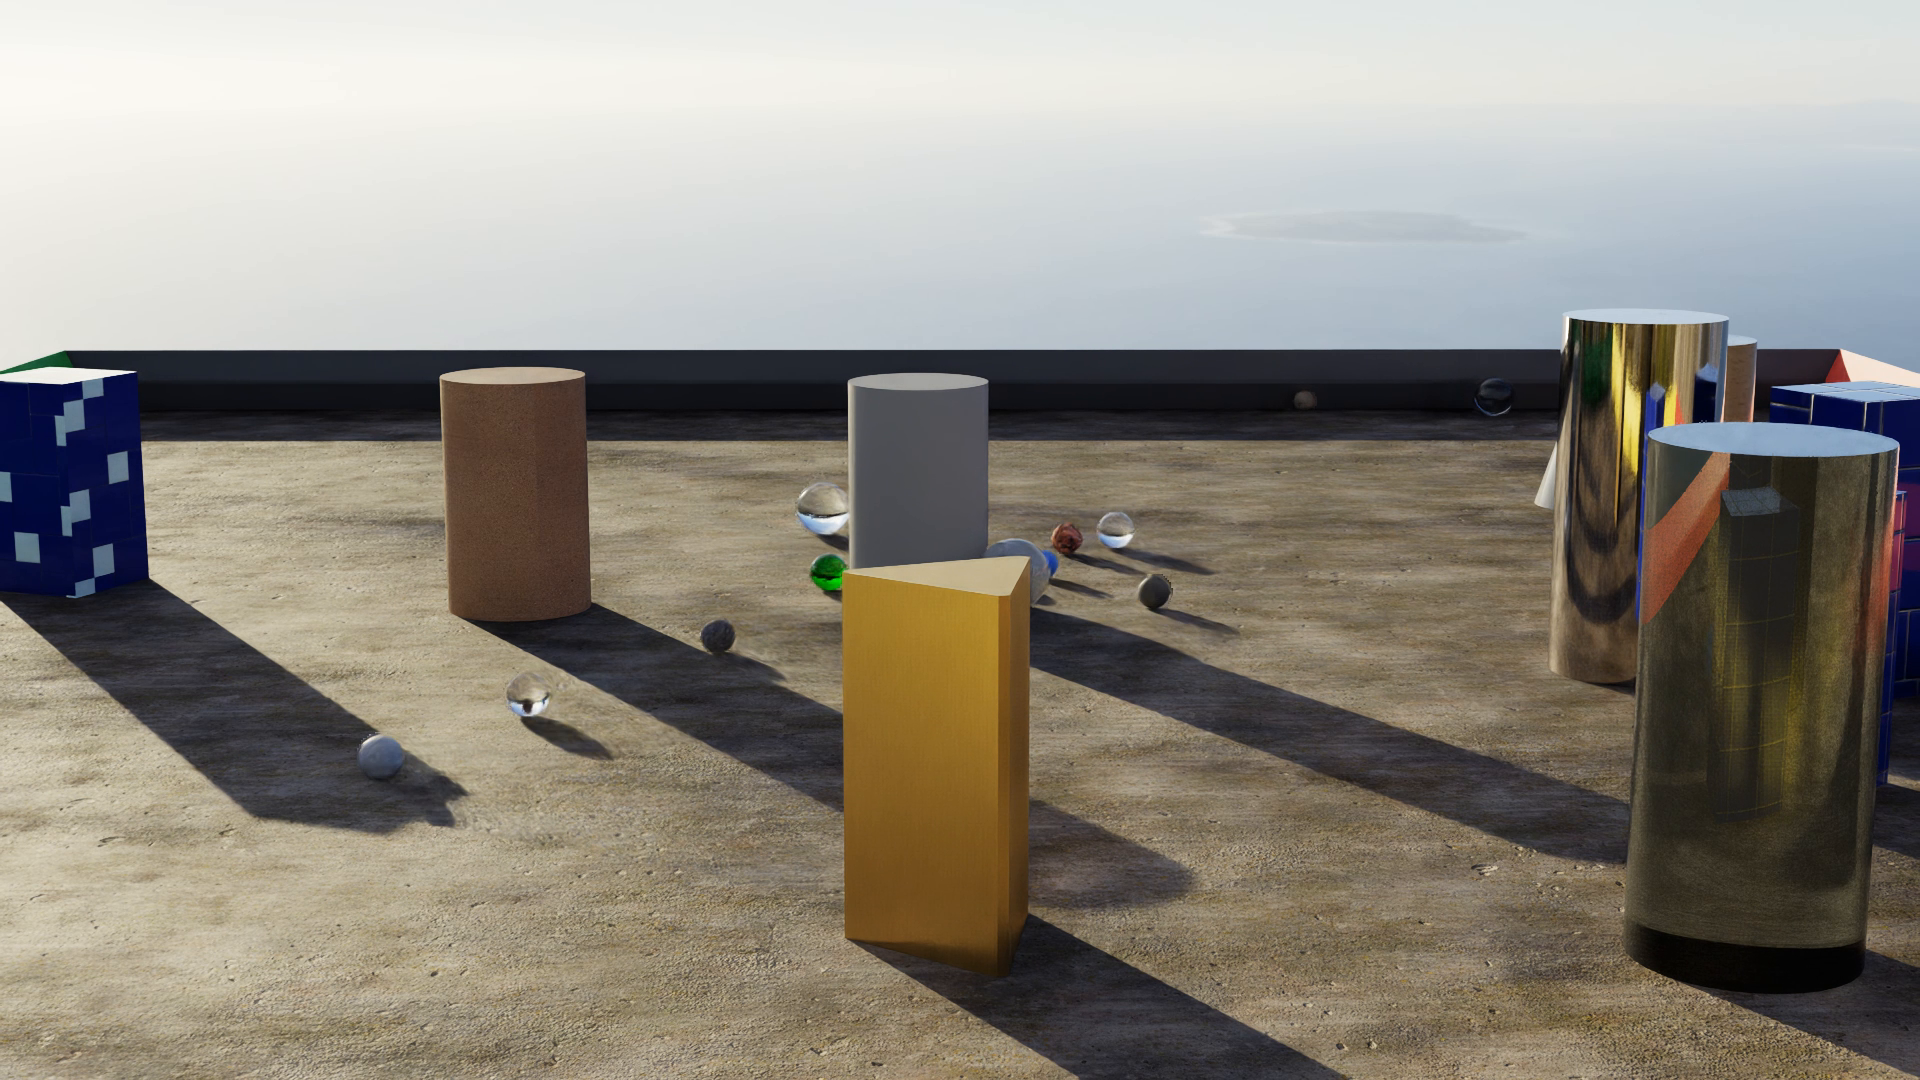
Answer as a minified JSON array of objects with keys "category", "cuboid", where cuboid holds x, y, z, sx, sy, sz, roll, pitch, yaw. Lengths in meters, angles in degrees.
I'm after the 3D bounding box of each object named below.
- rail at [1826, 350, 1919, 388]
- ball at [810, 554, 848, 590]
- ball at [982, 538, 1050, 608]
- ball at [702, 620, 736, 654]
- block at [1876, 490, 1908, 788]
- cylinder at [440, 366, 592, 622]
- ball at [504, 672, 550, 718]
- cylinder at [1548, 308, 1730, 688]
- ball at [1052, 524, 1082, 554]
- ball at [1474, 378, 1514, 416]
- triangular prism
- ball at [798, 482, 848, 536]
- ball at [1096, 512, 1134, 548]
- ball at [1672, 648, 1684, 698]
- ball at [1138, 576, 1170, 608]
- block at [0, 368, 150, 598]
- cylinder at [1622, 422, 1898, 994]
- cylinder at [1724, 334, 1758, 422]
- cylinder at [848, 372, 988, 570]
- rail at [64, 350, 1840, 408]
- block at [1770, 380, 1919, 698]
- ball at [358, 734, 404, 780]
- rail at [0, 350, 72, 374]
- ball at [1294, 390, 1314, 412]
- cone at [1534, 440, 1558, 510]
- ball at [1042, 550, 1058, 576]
[{"category":"rail","cuboid":[1.865,0.030,3.460,0.045,0.125,4.100,0,11,0]},{"category":"ball","cuboid":[-0.184,0.045,3.586,0.052,0.052,0.052,0,11,0]},{"category":"ball","cuboid":[0.073,0.046,3.460,0.096,0.096,0.096,0,11,0]},{"category":"ball","cuboid":[-0.302,0.120,3.206,0.042,0.042,0.042,0,11,0]},{"category":"block","cuboid":[0.843,0.101,2.601,0.154,0.302,0.154,10,14,43]},{"category":"cylinder","cuboid":[-0.597,-0.065,3.454,0.192,0.315,0.192,0,11,0]},{"category":"ball","cuboid":[-0.488,0.175,2.893,0.050,0.050,0.050,0,11,0]},{"category":"cylinder","cuboid":[0.813,-0.054,3.085,0.192,0.430,0.192,0,11,0]},{"category":"ball","cuboid":[0.160,-0.002,3.853,0.046,0.046,0.046,0,11,0]},{"category":"ball","cuboid":[1.116,-0.300,5.362,0.080,0.080,0.080,0,11,0]},{"category":"triangular prism","cuboid":[0.012,0.179,2.147,0.166,0.314,0.144,8,13,36]},{"category":"ball","cuboid":[-0.213,-0.049,4.005,0.083,0.083,0.083,0,11,0]},{"category":"ball","cuboid":[0.236,-0.015,3.895,0.056,0.056,0.056,0,11,0]},{"category":"ball","cuboid":[0.853,0.152,2.905,0.089,0.089,0.089,0,11,0]},{"category":"ball","cuboid":[0.262,0.071,3.470,0.043,0.043,0.043,0,11,0]},{"category":"block","cuboid":[-1.262,-0.084,3.608,0.154,0.297,0.154,4,11,21]},{"category":"cylinder","cuboid":[0.648,0.131,2.088,0.192,0.431,0.192,0,11,0]},{"category":"cylinder","cuboid":[0.973,-0.094,3.486,0.192,0.361,0.192,0,11,0]},{"category":"cylinder","cuboid":[-0.057,-0.069,3.524,0.192,0.299,0.192,0,11,0]},{"category":"rail","cuboid":[-0.012,-0.338,5.441,3.778,0.125,0.045,0,11,0]},{"category":"block","cuboid":[1.057,-0.001,3.015,0.154,0.350,0.154,-5,12,-25]},{"category":"ball","cuboid":[-0.596,0.224,2.641,0.046,0.046,0.046,0,11,0]},{"category":"rail","cuboid":[-1.865,0.034,3.439,0.045,0.125,4.100,0,11,0]},{"category":"ball","cuboid":[0.728,-0.294,5.432,0.043,0.043,0.043,0,11,0]},{"category":"cone","cuboid":[1.059,-0.214,4.263,0.192,0.313,0.192,0,11,0]},{"category":"ball","cuboid":[0.121,0.035,3.672,0.041,0.041,0.041,0,11,0]}]
